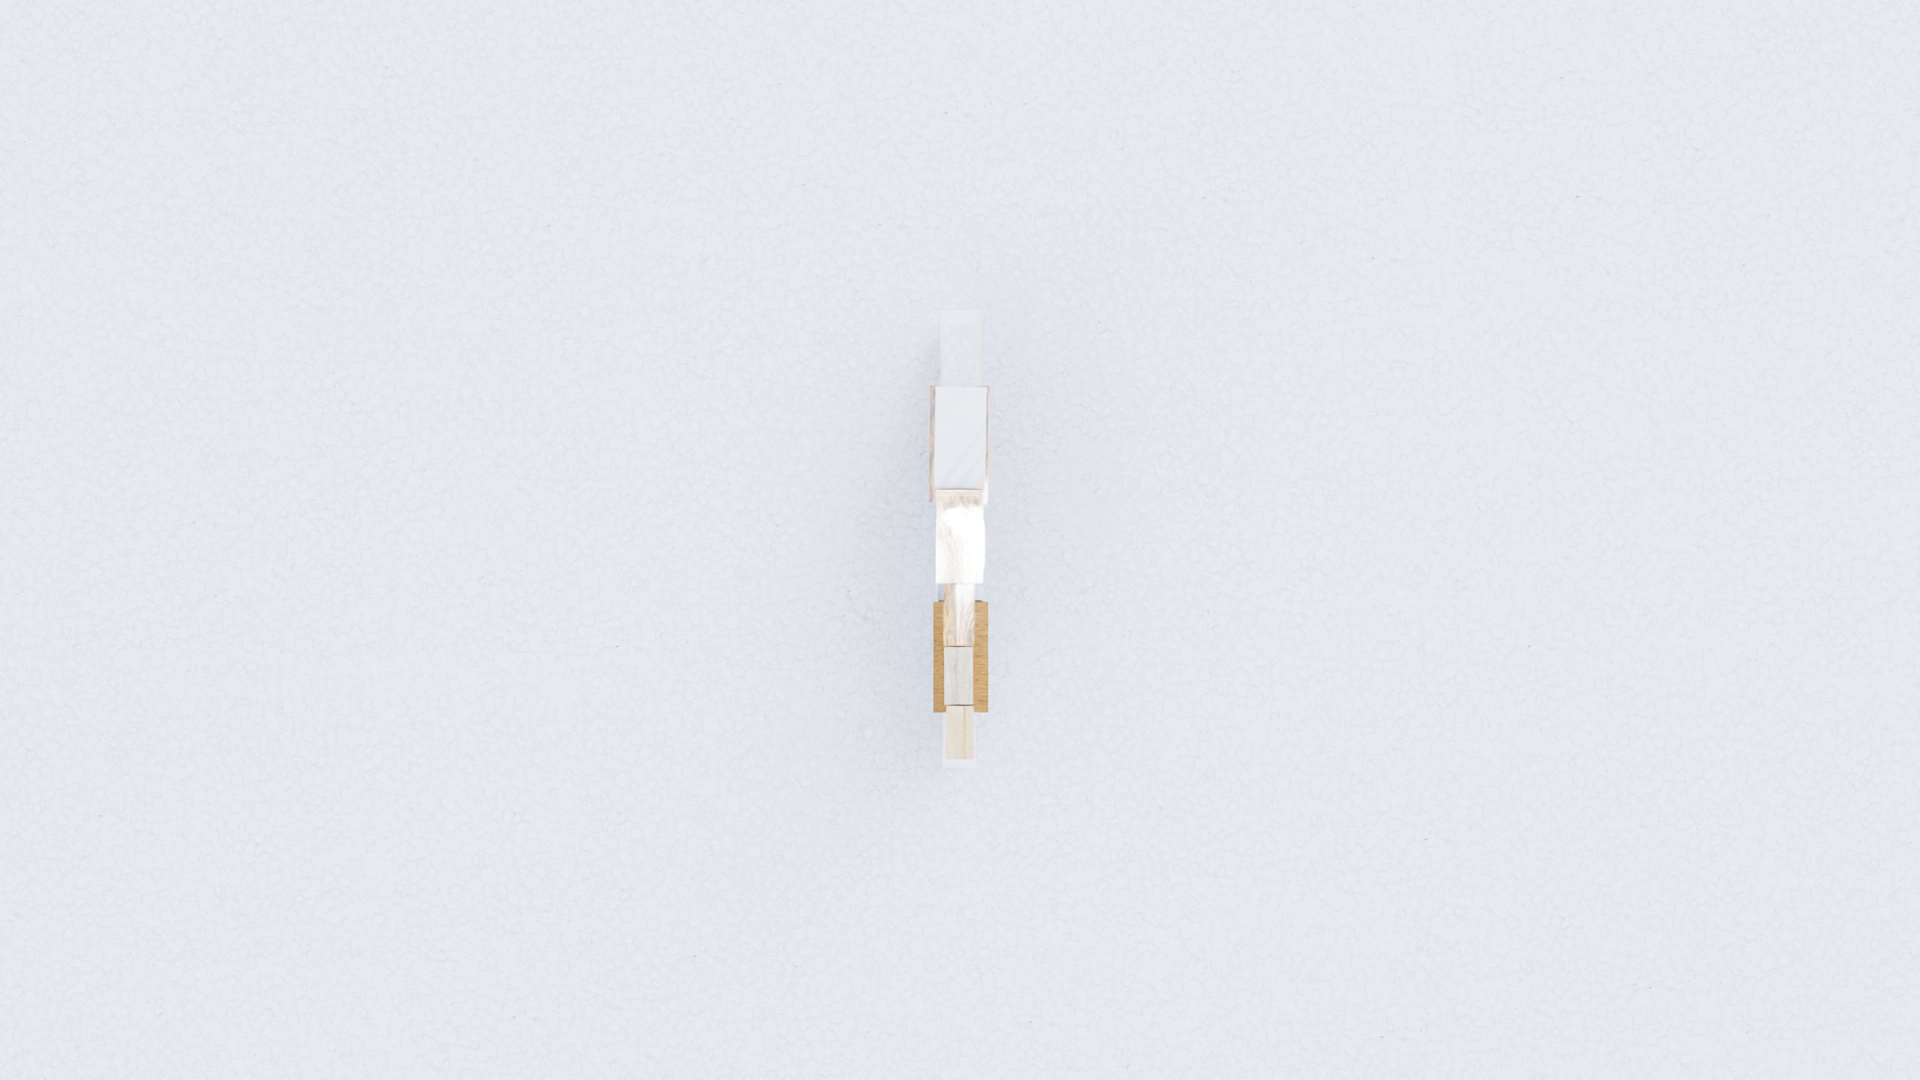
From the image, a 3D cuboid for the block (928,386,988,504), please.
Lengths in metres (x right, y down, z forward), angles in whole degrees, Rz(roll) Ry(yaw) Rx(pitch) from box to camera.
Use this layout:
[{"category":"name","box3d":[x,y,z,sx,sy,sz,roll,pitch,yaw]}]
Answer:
[{"category":"block","box3d":[-0.003,-0.288,4.972,0.176,0.050,0.352,1,90,0]}]

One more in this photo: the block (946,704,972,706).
[{"category":"block","box3d":[0.000,0.492,4.740,0.076,0.151,0.021,0,90,0]}]

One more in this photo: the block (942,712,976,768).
[{"category":"block","box3d":[-0.003,0.617,5.268,0.108,0.031,0.217,0,90,0]}]

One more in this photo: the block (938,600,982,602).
[{"category":"block","box3d":[0.002,0.092,5.203,0.139,0.039,0.277,0,90,0]}]

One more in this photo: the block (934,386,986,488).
[{"category":"block","box3d":[0.001,-0.288,4.642,0.142,0.040,0.284,1,90,0]}]

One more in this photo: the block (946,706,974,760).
[{"category":"block","box3d":[0.000,0.542,4.654,0.076,0.021,0.151,0,90,0]}]

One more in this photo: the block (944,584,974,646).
[{"category":"block","box3d":[-0.003,0.210,4.632,0.086,0.024,0.172,0,90,0]}]

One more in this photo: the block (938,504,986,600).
[{"category":"block","box3d":[0.004,0.036,4.884,0.140,0.040,0.280,0,90,0]}]

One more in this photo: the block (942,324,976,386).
[{"category":"block","box3d":[-0.002,-0.525,4.747,0.093,0.026,0.186,-1,89,0]}]

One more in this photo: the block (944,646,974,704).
[{"category":"block","box3d":[-0.004,0.382,4.643,0.081,0.023,0.161,0,90,0]}]

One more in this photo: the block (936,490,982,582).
[{"category":"block","box3d":[-0.001,-0.010,4.589,0.128,0.036,0.256,0,90,0]}]

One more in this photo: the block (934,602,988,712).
[{"category":"block","box3d":[0.002,0.343,4.839,0.161,0.046,0.322,0,90,0]}]

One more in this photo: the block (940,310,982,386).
[{"category":"block","box3d":[0.002,-0.595,5.221,0.130,0.037,0.260,0,90,0]}]
